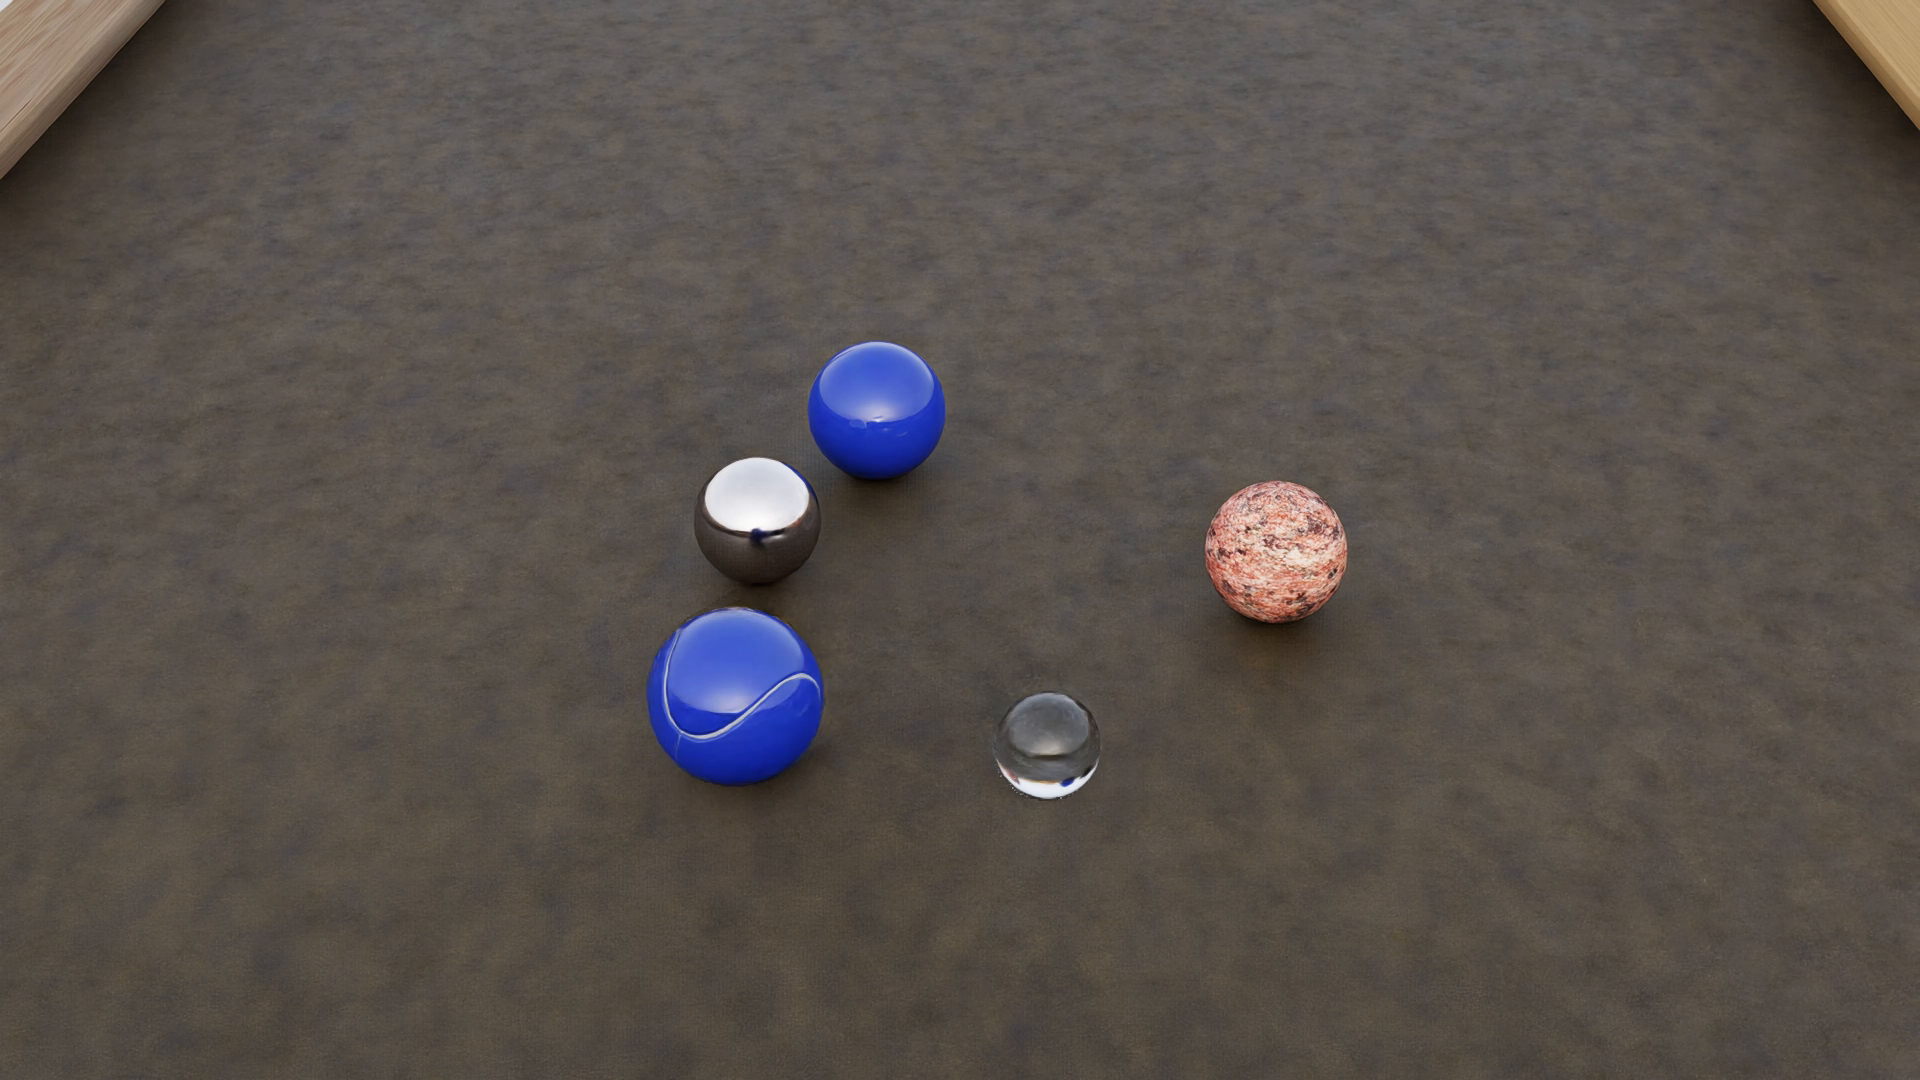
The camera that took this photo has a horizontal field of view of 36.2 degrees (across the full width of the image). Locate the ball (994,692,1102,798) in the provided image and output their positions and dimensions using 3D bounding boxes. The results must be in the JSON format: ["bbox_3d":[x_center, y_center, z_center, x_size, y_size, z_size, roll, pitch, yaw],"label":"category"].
[{"bbox_3d":[0.049,0.114,1.632,0.059,0.059,0.059,0,27,0],"label":"ball"}]

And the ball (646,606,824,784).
[{"bbox_3d":[-0.126,0.087,1.641,0.099,0.099,0.099,0,27,0],"label":"ball"}]

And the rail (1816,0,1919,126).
[{"bbox_3d":[0.842,-0.352,2.477,0.045,0.129,2.998,1,27,1],"label":"rail"}]

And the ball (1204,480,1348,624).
[{"bbox_3d":[0.195,0.007,1.811,0.088,0.088,0.088,0,27,0],"label":"ball"}]

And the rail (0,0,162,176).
[{"bbox_3d":[-0.807,-0.369,2.510,0.045,0.129,2.998,1,27,1],"label":"rail"}]

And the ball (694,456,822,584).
[{"bbox_3d":[-0.128,-0.013,1.859,0.081,0.081,0.081,0,27,0],"label":"ball"}]

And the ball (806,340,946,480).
[{"bbox_3d":[-0.056,-0.088,1.993,0.094,0.094,0.094,0,27,0],"label":"ball"}]
